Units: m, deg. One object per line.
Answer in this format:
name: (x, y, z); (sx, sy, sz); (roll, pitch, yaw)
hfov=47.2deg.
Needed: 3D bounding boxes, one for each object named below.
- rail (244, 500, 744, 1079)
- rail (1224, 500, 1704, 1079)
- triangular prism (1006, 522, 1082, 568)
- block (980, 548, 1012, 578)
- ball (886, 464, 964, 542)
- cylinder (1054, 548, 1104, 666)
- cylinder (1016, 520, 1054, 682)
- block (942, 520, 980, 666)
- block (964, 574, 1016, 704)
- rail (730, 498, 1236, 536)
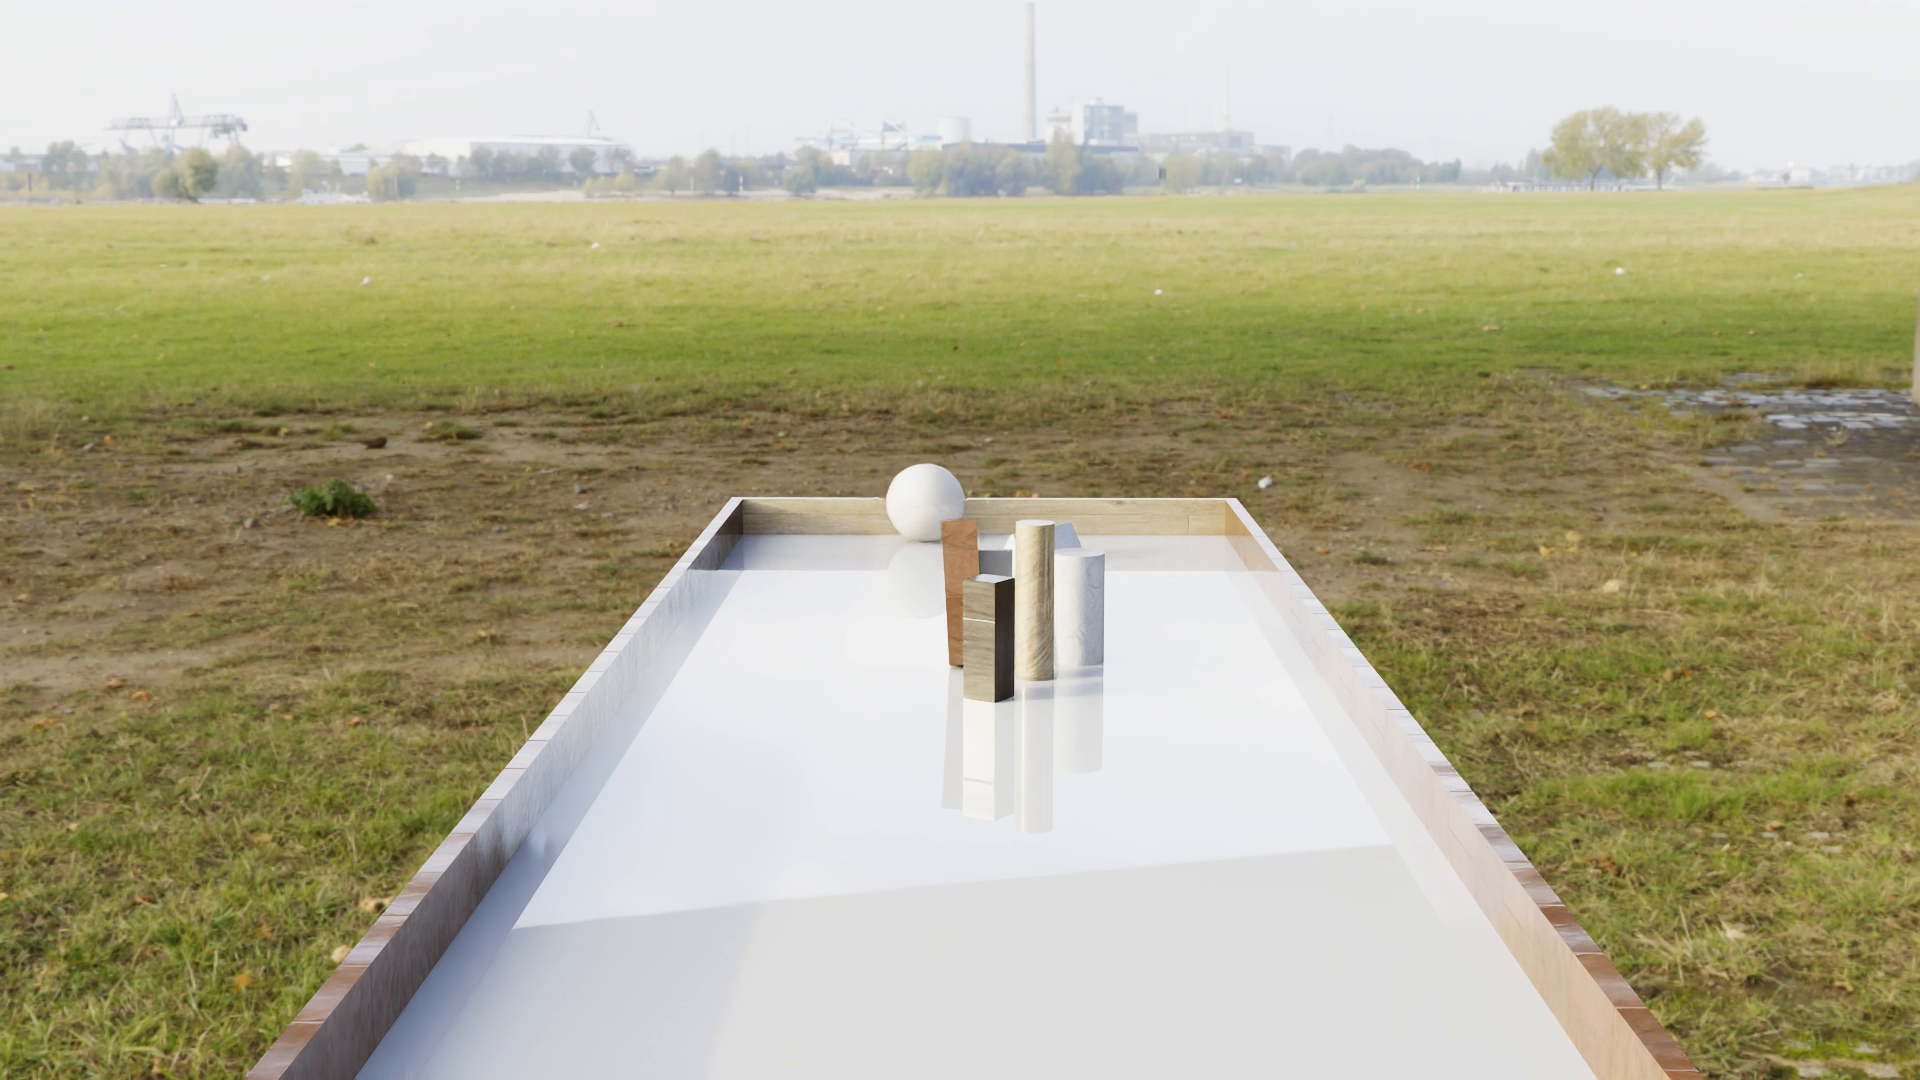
rail: (-1.004, 0.839, 3.234); (0.050, 0.150, 12.000); (0, 9, 1)
rail: (1.046, 0.843, 3.208); (0.050, 0.150, 12.000); (0, 9, 1)
triangular prism: (0.314, 0.014, 8.501); (0.143, 0.124, 0.409); (7, 11, 34)
block: (0.073, 0.190, 6.731); (0.160, 0.321, 0.160); (1, 2, 5)
ball: (-0.143, -0.152, 8.953); (0.318, 0.318, 0.318); (0, 9, 0)
cylinder: (0.355, 0.202, 6.668); (0.166, 0.334, 0.166); (0, 9, 0)
cylinder: (0.219, 0.176, 6.429); (0.114, 0.459, 0.114); (0, 9, 0)
block: (0.010, 0.156, 6.597); (0.105, 0.431, 0.105); (-3, 1, 3)
block: (0.082, 0.276, 6.181); (0.105, 0.341, 0.105); (6, 11, 33)
rail: (0.099, -0.098, 9.147); (2.100, 0.150, 0.050); (0, 9, 1)
